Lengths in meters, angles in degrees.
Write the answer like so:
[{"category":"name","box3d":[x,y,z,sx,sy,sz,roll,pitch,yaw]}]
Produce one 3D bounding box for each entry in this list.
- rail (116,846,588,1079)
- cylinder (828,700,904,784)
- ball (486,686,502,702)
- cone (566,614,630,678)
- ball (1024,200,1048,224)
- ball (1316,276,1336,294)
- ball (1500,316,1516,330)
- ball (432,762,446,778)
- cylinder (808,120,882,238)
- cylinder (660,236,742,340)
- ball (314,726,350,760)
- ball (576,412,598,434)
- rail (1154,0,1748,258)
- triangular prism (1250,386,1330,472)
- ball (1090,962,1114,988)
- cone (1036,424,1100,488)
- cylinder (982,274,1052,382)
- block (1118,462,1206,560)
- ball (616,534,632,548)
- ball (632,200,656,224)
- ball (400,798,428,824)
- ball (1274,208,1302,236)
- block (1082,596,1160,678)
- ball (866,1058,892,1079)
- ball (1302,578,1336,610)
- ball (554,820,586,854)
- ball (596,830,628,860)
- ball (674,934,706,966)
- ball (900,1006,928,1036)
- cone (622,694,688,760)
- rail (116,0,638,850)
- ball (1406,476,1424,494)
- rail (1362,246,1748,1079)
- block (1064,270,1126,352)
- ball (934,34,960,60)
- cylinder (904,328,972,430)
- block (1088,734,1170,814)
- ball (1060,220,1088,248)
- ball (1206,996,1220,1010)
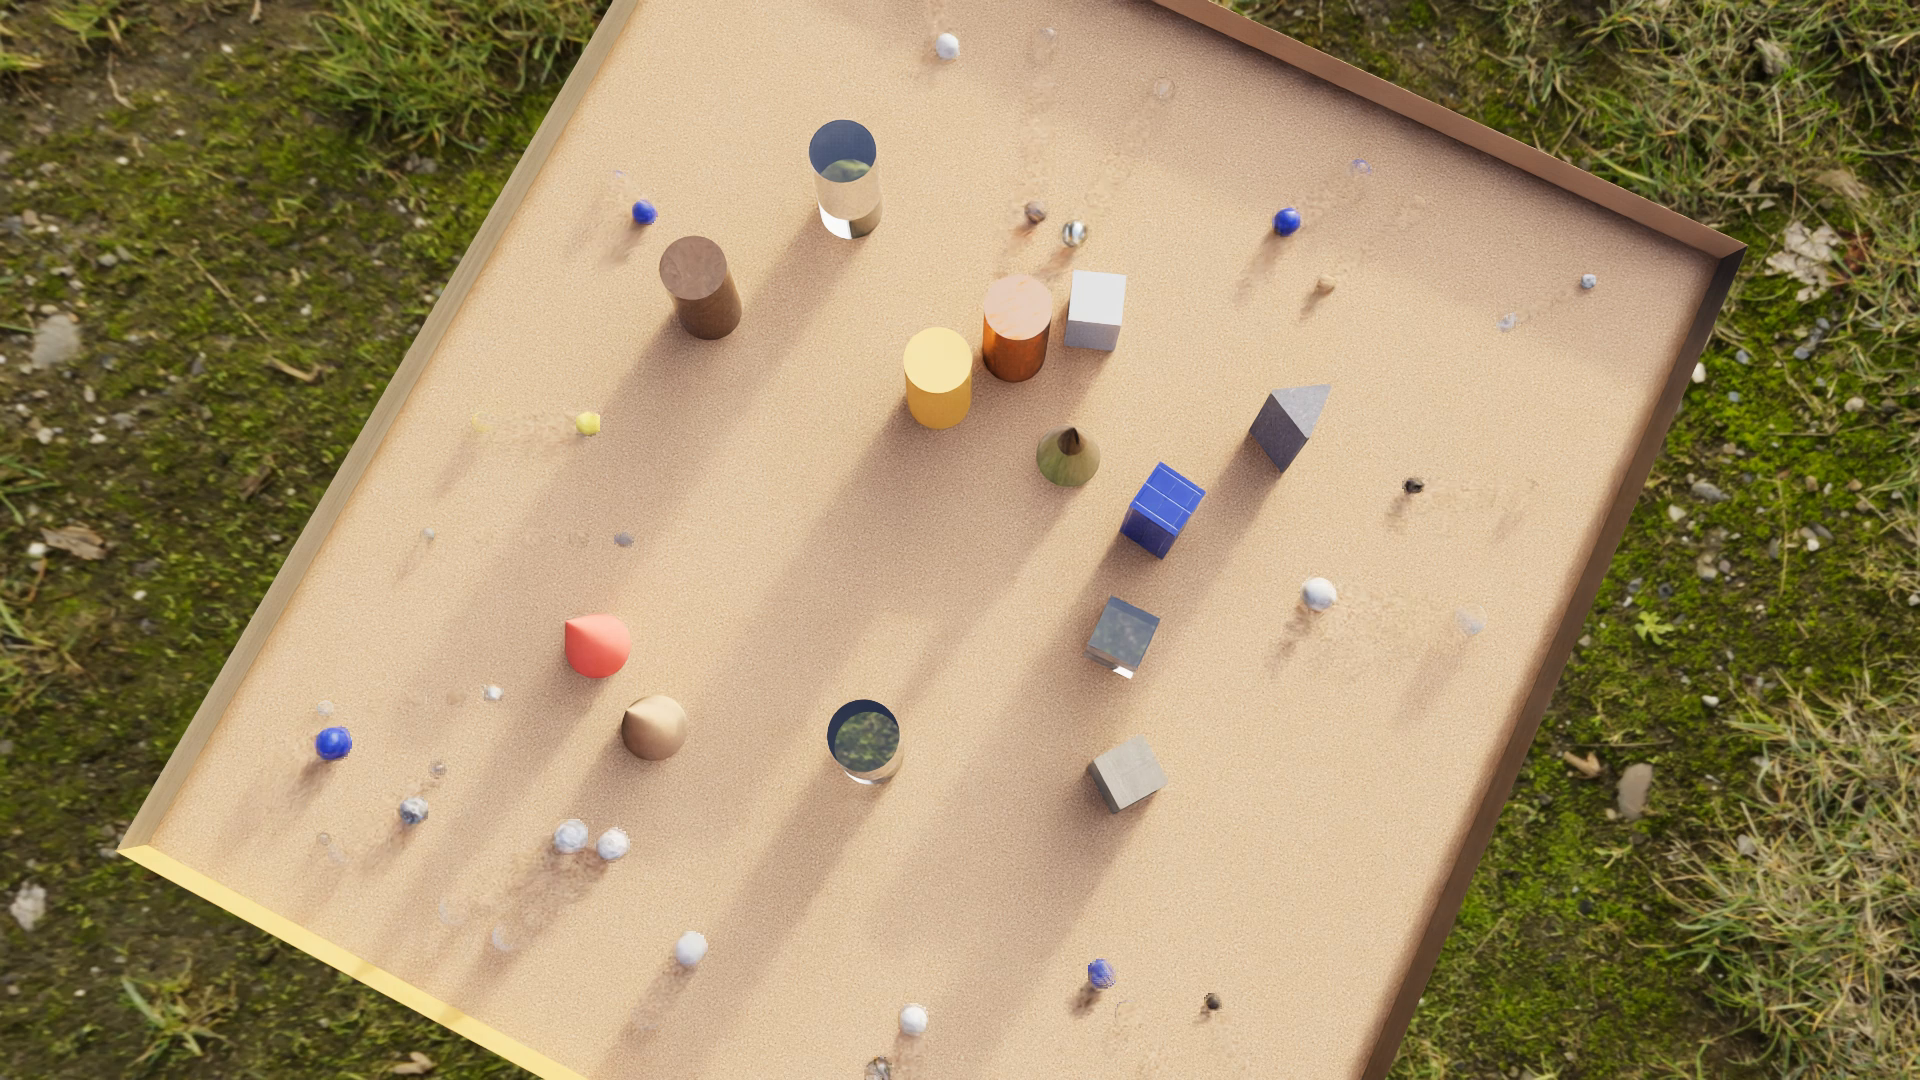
[{"category":"rail","box3d":[-0.848,1.668,5.204,3.542,0.130,0.045,26,80,5]},{"category":"cylinder","box3d":[-0.265,0.584,5.253,0.200,0.475,0.200,0,78,0]},{"category":"ball","box3d":[-1.400,0.460,5.497,0.048,0.048,0.048,0,78,0]},{"category":"cone","box3d":[-1.096,0.272,5.320,0.200,0.470,0.200,0,78,0]},{"category":"ball","box3d":[0.240,-1.039,5.794,0.075,0.075,0.075,0,78,0]},{"category":"ball","box3d":[1.150,-0.802,5.753,0.059,0.059,0.059,0,78,0]},{"category":"ball","box3d":[1.711,-0.679,5.733,0.048,0.048,0.048,0,78,0]},{"category":"ball","box3d":[-1.551,0.683,5.452,0.045,0.045,0.045,0,78,0]},{"category":"cylinder","box3d":[-0.345,-1.099,5.614,0.200,0.451,0.200,0,78,0]},{"category":"cylinder","box3d":[-0.785,-0.762,5.578,0.200,0.384,0.200,0,78,0]},{"category":"ball","box3d":[-1.863,0.605,5.441,0.100,0.100,0.100,0,78,0]},{"category":"ball","box3d":[-1.150,-0.360,5.655,0.071,0.071,0.071,0,78,0]},{"category":"rail","box3d":[0.848,-1.654,5.892,3.542,0.130,0.045,26,80,5]},{"category":"triangular prism","box3d":[1.008,-0.361,5.478,0.150,0.418,0.173,-35,80,-7]},{"category":"ball","box3d":[0.413,1.260,5.318,0.073,0.073,0.073,0,78,0]},{"category":"cone","box3d":[0.336,-0.294,5.507,0.200,0.334,0.200,0,78,0]},{"category":"cylinder","box3d":[0.169,-0.632,5.528,0.200,0.430,0.200,0,78,0]},{"category":"block","box3d":[0.598,-0.083,5.451,0.160,0.358,0.160,35,80,7]},{"category":"ball","box3d":[-1.026,0.002,5.593,0.046,0.046,0.046,0,78,0]},{"category":"ball","box3d":[-1.000,-1.038,5.793,0.075,0.075,0.075,0,78,0]},{"category":"ball","box3d":[-1.614,0.799,5.411,0.079,0.079,0.079,0,78,0]},{"category":"ball","box3d":[1.033,-1.005,5.782,0.085,0.085,0.085,0,78,0]},{"category":"block","box3d":[0.477,0.290,5.431,0.160,0.246,0.160,25,79,5]},{"category":"ball","box3d":[-0.233,1.528,5.261,0.077,0.077,0.077,0,78,0]},{"category":"ball","box3d":[1.084,0.164,5.532,0.100,0.100,0.100,0,78,0]},{"category":"ball","box3d":[-1.146,0.873,5.387,0.096,0.096,0.096,0,78,0]},{"category":"ball","box3d":[-1.022,0.897,5.385,0.089,0.089,0.089,0,78,0]},{"category":"ball","box3d":[-0.785,1.190,5.324,0.091,0.091,0.091,0,78,0]},{"category":"ball","box3d":[-0.134,1.387,5.288,0.081,0.081,0.081,0,78,0]},{"category":"cone","box3d":[-0.917,0.515,5.264,0.200,0.481,0.200,0,78,0]},{"category":"rail","box3d":[-1.563,-0.758,5.706,0.045,0.130,3.840,26,80,5]},{"category":"ball","box3d":[1.394,-0.168,5.624,0.055,0.055,0.055,0,78,0]},{"category":"rail","box3d":[1.563,0.772,5.390,0.045,0.130,3.840,26,80,5]},{"category":"block","box3d":[0.413,-0.703,5.633,0.160,0.253,0.160,6,78,1]},{"category":"ball","box3d":[-0.041,-1.591,5.906,0.079,0.079,0.079,0,78,0]},{"category":"cylinder","box3d":[-0.065,-0.482,5.513,0.200,0.399,0.200,0,78,0]},{"category":"block","box3d":[0.486,0.684,5.336,0.160,0.272,0.160,-28,80,-5]},{"category":"ball","box3d":[0.361,-0.966,5.772,0.087,0.087,0.087,0,78,0]},{"category":"ball","box3d":[0.736,1.343,5.317,0.042,0.042,0.042,0,78,0]}]
